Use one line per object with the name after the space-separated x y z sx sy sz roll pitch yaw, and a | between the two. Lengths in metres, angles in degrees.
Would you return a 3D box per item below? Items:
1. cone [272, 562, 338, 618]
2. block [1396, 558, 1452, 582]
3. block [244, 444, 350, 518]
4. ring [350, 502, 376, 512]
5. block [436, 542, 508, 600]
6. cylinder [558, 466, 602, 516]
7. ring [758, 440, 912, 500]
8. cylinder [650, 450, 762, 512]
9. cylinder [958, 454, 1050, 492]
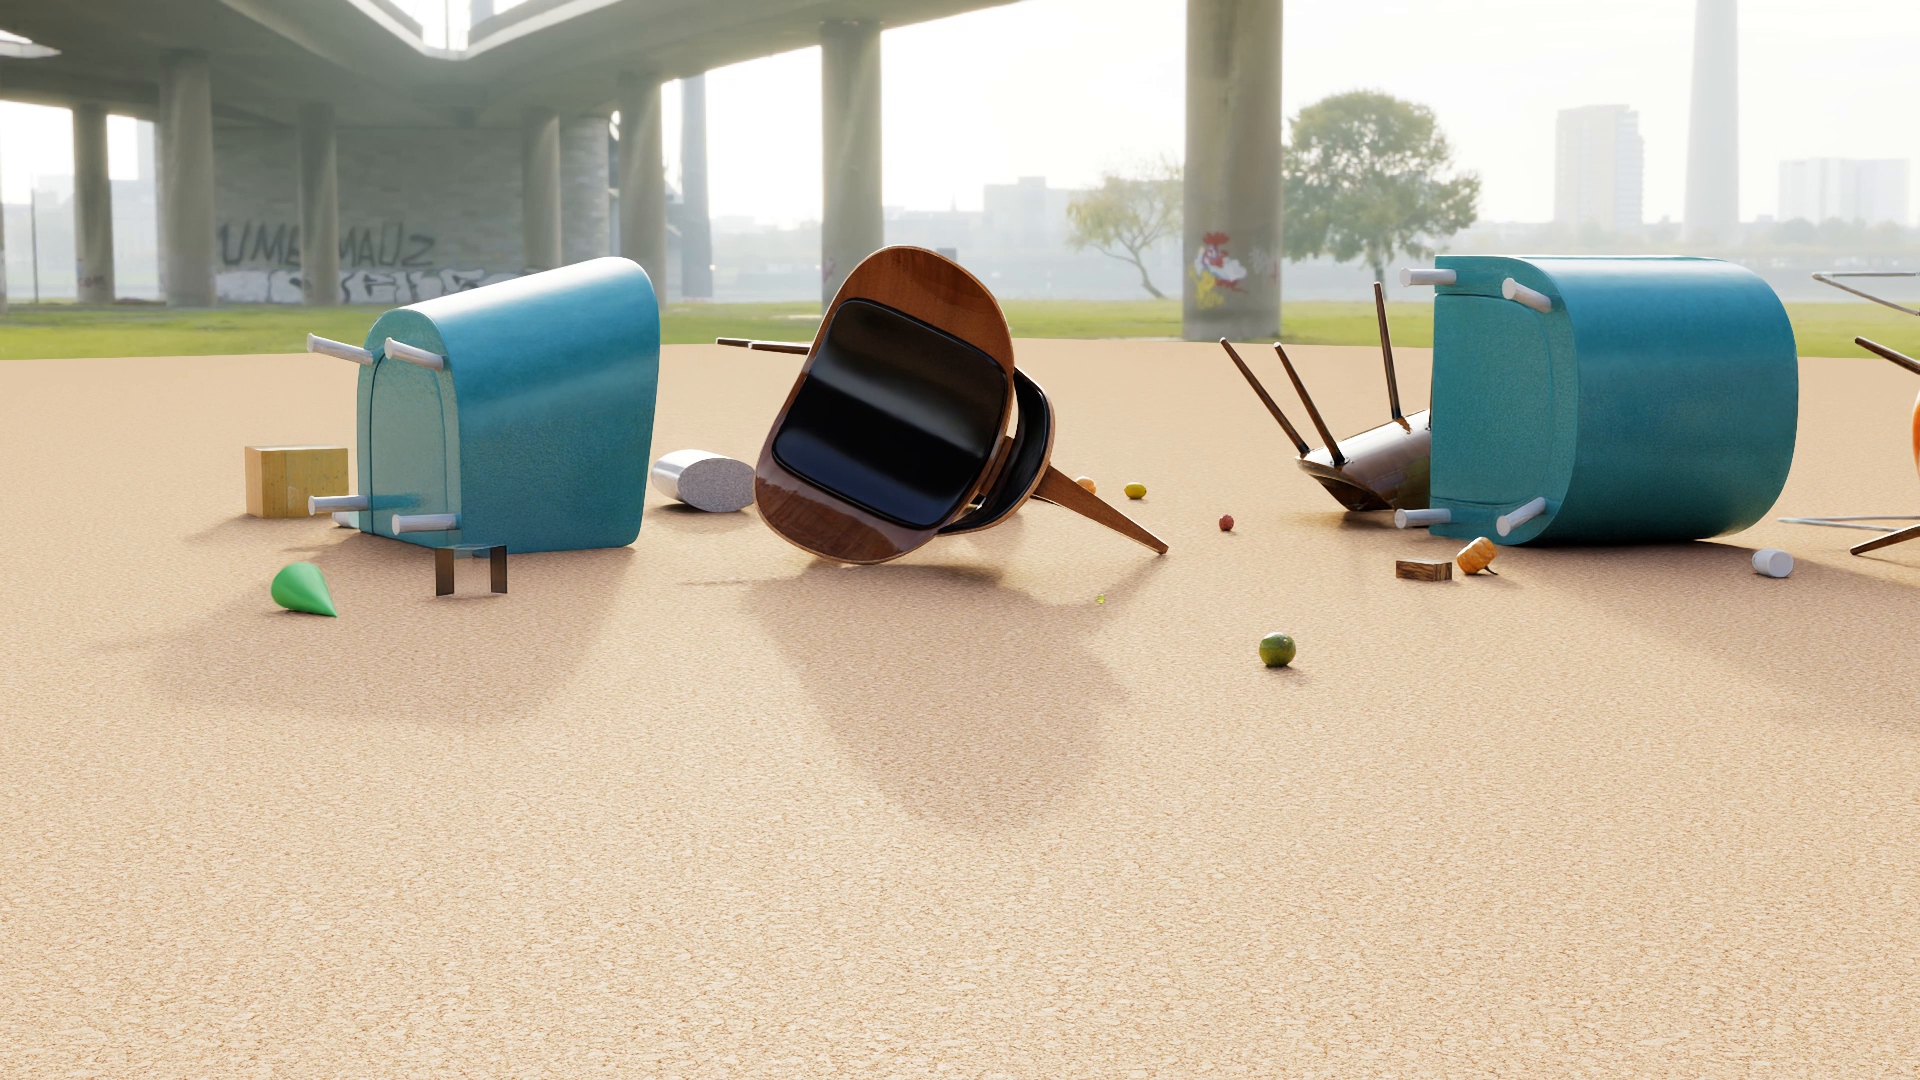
-1.256 0.120 5.016 0.112 0.098 0.181 -10 26 -38 | cone
1.012 0.065 5.596 0.066 0.038 0.102 -5 8 -41 | block
-1.836 -0.164 7.104 0.236 0.185 0.204 -3 7 -28 | block
-1.677 -0.093 7.202 0.071 0.024 0.096 -3 6 -21 | ring
-1.009 0.064 5.301 0.097 0.101 0.110 3 7 29 | block
-1.048 -0.132 7.075 0.075 0.126 0.149 16 12 -28 | cylinder
-0.371 -0.209 7.682 0.497 0.158 0.284 -4 9 -28 | ring
-0.725 -0.170 7.313 0.246 0.154 0.331 2 5 -20 | cylinder
0.137 -0.203 7.837 0.261 0.111 0.144 1 14 10 | cylinder
